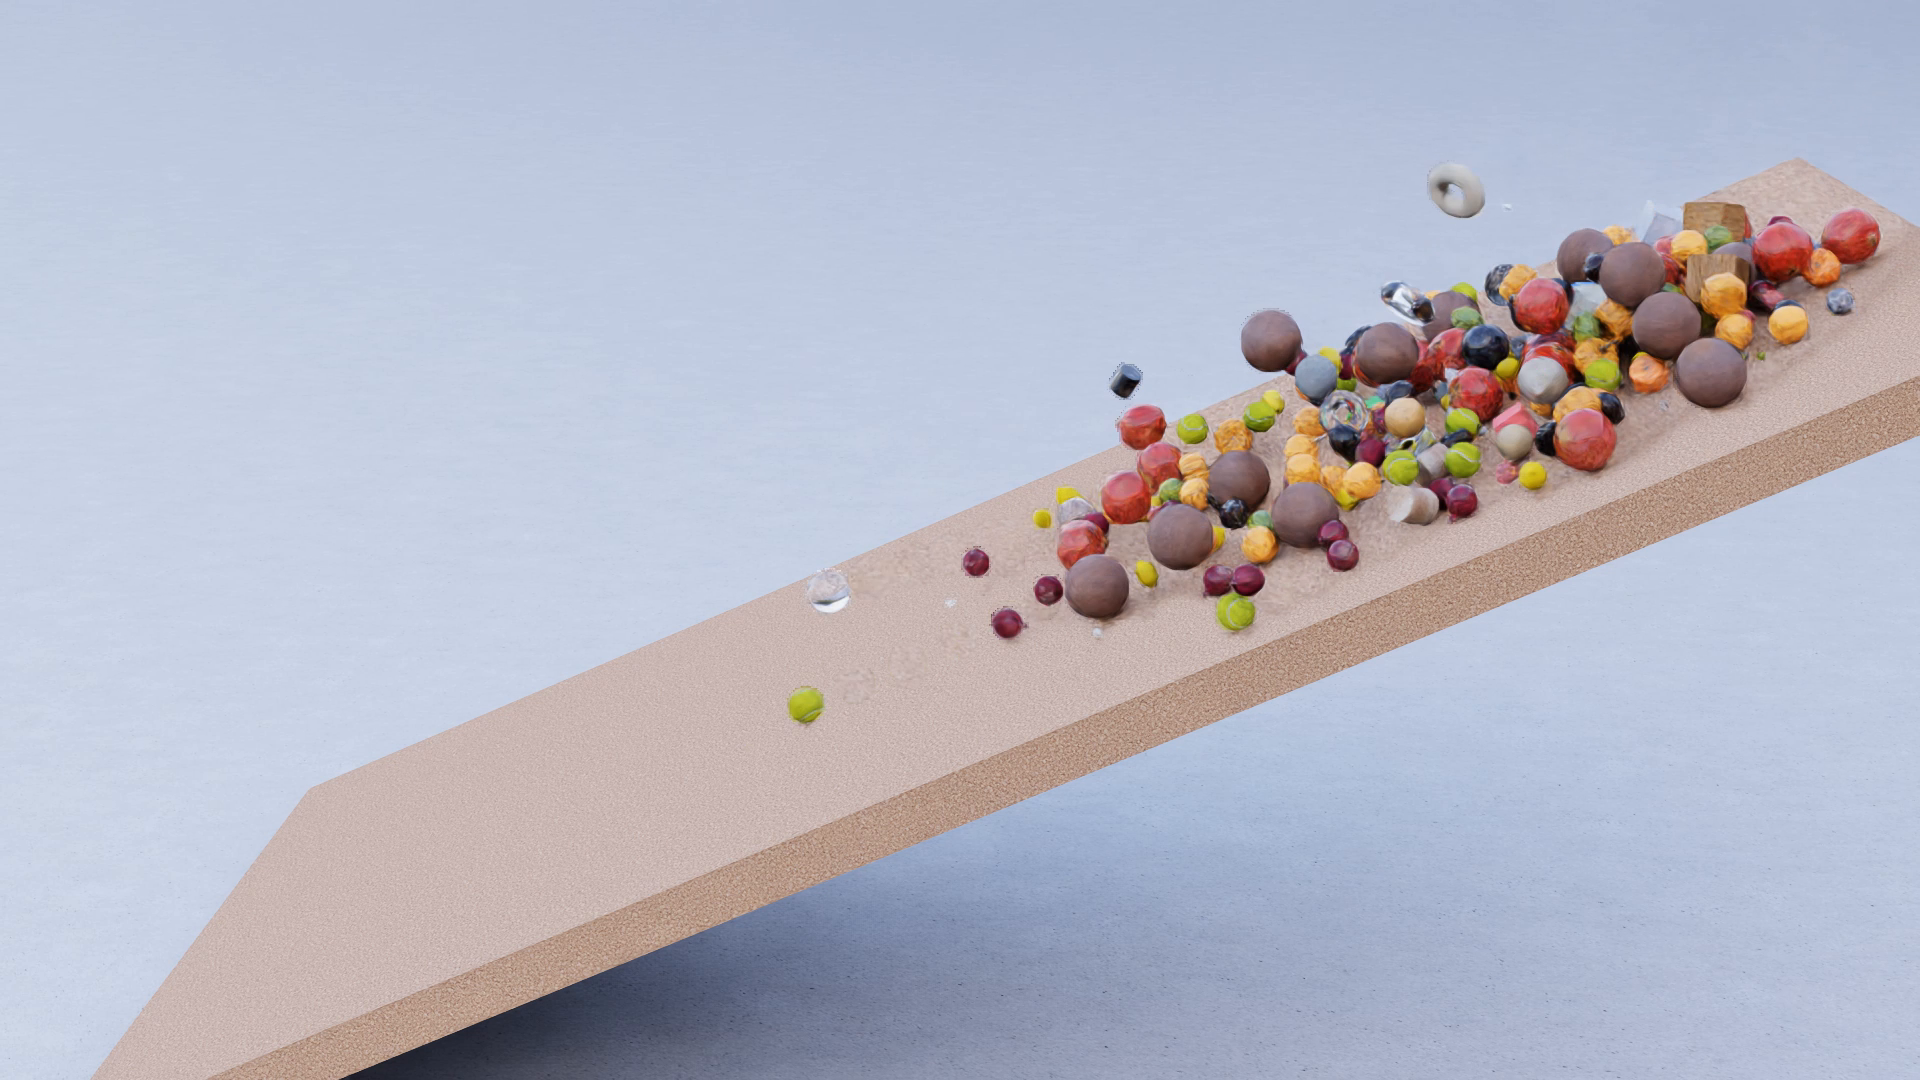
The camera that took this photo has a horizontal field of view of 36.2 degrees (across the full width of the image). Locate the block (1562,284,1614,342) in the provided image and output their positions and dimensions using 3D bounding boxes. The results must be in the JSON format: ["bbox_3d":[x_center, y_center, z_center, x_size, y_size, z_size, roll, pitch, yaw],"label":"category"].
[{"bbox_3d":[1.302,-0.469,6.060,0.084,0.084,0.084,-8,37,-37],"label":"block"}]

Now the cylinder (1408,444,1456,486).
[{"bbox_3d":[0.918,-0.145,5.716,0.065,0.065,0.065,-29,26,-19],"label":"cylinder"}]

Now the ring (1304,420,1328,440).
[{"bbox_3d":[0.789,-0.245,6.442,0.080,0.027,0.080,-24,14,6],"label":"ring"}]

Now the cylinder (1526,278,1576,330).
[{"bbox_3d":[1.198,-0.477,5.959,0.077,0.077,0.077,10,46,32],"label":"cylinder"}]

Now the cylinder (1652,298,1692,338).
[{"bbox_3d":[1.400,-0.437,5.776,0.057,0.057,0.057,18,35,-13],"label":"cylinder"}]

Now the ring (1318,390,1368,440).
[{"bbox_3d":[0.783,-0.254,6.000,0.105,0.105,0.035,-3,-8,-10],"label":"ring"}]

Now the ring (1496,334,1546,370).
[{"bbox_3d":[1.192,-0.401,6.285,0.129,0.043,0.129,-22,13,6],"label":"ring"}]

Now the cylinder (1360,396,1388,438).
[{"bbox_3d":[0.871,-0.262,6.266,0.066,0.066,0.066,-39,28,-15],"label":"cylinder"}]

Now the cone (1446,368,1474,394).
[{"bbox_3d":[1.040,-0.335,6.086,0.057,0.057,0.057,-10,11,20],"label":"cone"}]

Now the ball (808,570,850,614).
[{"bbox_3d":[-0.305,0.121,6.840,0.100,0.100,0.100,0,15,0],"label":"ball"}]

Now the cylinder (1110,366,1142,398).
[{"bbox_3d":[0.374,-0.357,6.633,0.053,0.053,0.053,23,33,-16],"label":"cylinder"}]

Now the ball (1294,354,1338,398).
[{"bbox_3d":[0.740,-0.339,6.110,0.091,0.091,0.091,0,15,0],"label":"ball"}]

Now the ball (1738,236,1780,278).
[{"bbox_3d":[1.644,-0.583,6.053,0.086,0.086,0.086,0,15,0],"label":"ball"}]

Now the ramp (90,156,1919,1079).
[{"bbox_3d":[0.132,0.170,6.284,4.000,0.100,2.000,-23,13,8],"label":"ramp"}]

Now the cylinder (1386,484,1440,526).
[{"bbox_3d":[0.841,-0.065,5.465,0.069,0.069,0.069,-11,19,-33],"label":"cylinder"}]

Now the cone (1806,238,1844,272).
[{"bbox_3d":[1.755,-0.574,5.956,0.071,0.071,0.071,4,15,6],"label":"cone"}]

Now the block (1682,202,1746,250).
[{"bbox_3d":[1.560,-0.649,6.088,0.090,0.090,0.090,1,2,-45],"label":"block"}]

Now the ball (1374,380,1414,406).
[{"bbox_3d":[0.928,-0.303,6.292,0.081,0.081,0.081,0,15,0],"label":"ball"}]

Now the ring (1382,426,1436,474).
[{"bbox_3d":[0.893,-0.184,5.858,0.112,0.112,0.037,9,-20,29],"label":"ring"}]

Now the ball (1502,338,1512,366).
[{"bbox_3d":[1.126,-0.401,6.195,0.077,0.077,0.077,0,15,0],"label":"ball"}]

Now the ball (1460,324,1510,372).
[{"bbox_3d":[1.081,-0.396,6.057,0.099,0.099,0.099,0,15,0],"label":"ball"}]

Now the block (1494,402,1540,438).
[{"bbox_3d":[1.076,-0.218,5.688,0.062,0.062,0.062,-36,9,18],"label":"block"}]

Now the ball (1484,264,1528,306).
[{"bbox_3d":[1.234,-0.575,6.652,0.096,0.096,0.096,0,15,0],"label":"ball"}]

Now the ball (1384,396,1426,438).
[{"bbox_3d":[0.860,-0.236,5.687,0.081,0.081,0.081,0,15,0],"label":"ball"}]

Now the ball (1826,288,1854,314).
[{"bbox_3d":[1.671,-0.453,5.585,0.050,0.050,0.050,0,15,0],"label":"ball"}]

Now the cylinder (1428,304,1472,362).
[{"bbox_3d":[1.080,-0.455,6.468,0.093,0.093,0.093,-7,38,6],"label":"cylinder"}]

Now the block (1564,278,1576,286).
[{"bbox_3d":[1.321,-0.528,6.445,0.060,0.060,0.060,-17,19,28],"label":"block"}]

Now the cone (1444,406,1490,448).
[{"bbox_3d":[1.018,-0.222,5.892,0.090,0.090,0.090,4,16,6],"label":"cone"}]

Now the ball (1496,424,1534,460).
[{"bbox_3d":[1.058,-0.187,5.610,0.070,0.070,0.070,0,15,0],"label":"ball"}]

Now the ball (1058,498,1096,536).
[{"bbox_3d":[0.259,-0.052,6.520,0.086,0.086,0.086,0,15,0],"label":"ball"}]

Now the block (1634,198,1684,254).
[{"bbox_3d":[1.507,-0.675,6.324,0.077,0.077,0.077,17,30,-10],"label":"block"}]

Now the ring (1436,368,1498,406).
[{"bbox_3d":[1.068,-0.323,6.193,0.139,0.046,0.139,-23,13,6],"label":"ring"}]

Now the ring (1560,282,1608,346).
[{"bbox_3d":[1.309,-0.473,6.172,0.145,0.145,0.048,7,-14,24],"label":"ring"}]

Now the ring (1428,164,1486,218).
[{"bbox_3d":[1.082,-0.760,6.404,0.136,0.136,0.045,13,47,40],"label":"ring"}]

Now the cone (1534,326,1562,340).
[{"bbox_3d":[1.236,-0.459,6.160,0.058,0.058,0.058,5,51,17],"label":"cone"}]

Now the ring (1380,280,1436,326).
[{"bbox_3d":[0.853,-0.452,5.602,0.117,0.039,0.117,35,-10,7],"label":"ring"}]

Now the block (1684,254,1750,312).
[{"bbox_3d":[1.496,-0.508,5.813,0.096,0.096,0.096,5,-3,31],"label":"block"}]

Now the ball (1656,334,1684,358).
[{"bbox_3d":[1.401,-0.384,5.804,0.053,0.053,0.053,0,15,0],"label":"ball"}]

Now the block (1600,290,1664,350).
[{"bbox_3d":[1.354,-0.443,5.924,0.086,0.086,0.086,27,24,22],"label":"block"}]

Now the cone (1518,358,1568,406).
[{"bbox_3d":[1.107,-0.290,5.611,0.096,0.096,0.096,4,20,15],"label":"cone"}]
